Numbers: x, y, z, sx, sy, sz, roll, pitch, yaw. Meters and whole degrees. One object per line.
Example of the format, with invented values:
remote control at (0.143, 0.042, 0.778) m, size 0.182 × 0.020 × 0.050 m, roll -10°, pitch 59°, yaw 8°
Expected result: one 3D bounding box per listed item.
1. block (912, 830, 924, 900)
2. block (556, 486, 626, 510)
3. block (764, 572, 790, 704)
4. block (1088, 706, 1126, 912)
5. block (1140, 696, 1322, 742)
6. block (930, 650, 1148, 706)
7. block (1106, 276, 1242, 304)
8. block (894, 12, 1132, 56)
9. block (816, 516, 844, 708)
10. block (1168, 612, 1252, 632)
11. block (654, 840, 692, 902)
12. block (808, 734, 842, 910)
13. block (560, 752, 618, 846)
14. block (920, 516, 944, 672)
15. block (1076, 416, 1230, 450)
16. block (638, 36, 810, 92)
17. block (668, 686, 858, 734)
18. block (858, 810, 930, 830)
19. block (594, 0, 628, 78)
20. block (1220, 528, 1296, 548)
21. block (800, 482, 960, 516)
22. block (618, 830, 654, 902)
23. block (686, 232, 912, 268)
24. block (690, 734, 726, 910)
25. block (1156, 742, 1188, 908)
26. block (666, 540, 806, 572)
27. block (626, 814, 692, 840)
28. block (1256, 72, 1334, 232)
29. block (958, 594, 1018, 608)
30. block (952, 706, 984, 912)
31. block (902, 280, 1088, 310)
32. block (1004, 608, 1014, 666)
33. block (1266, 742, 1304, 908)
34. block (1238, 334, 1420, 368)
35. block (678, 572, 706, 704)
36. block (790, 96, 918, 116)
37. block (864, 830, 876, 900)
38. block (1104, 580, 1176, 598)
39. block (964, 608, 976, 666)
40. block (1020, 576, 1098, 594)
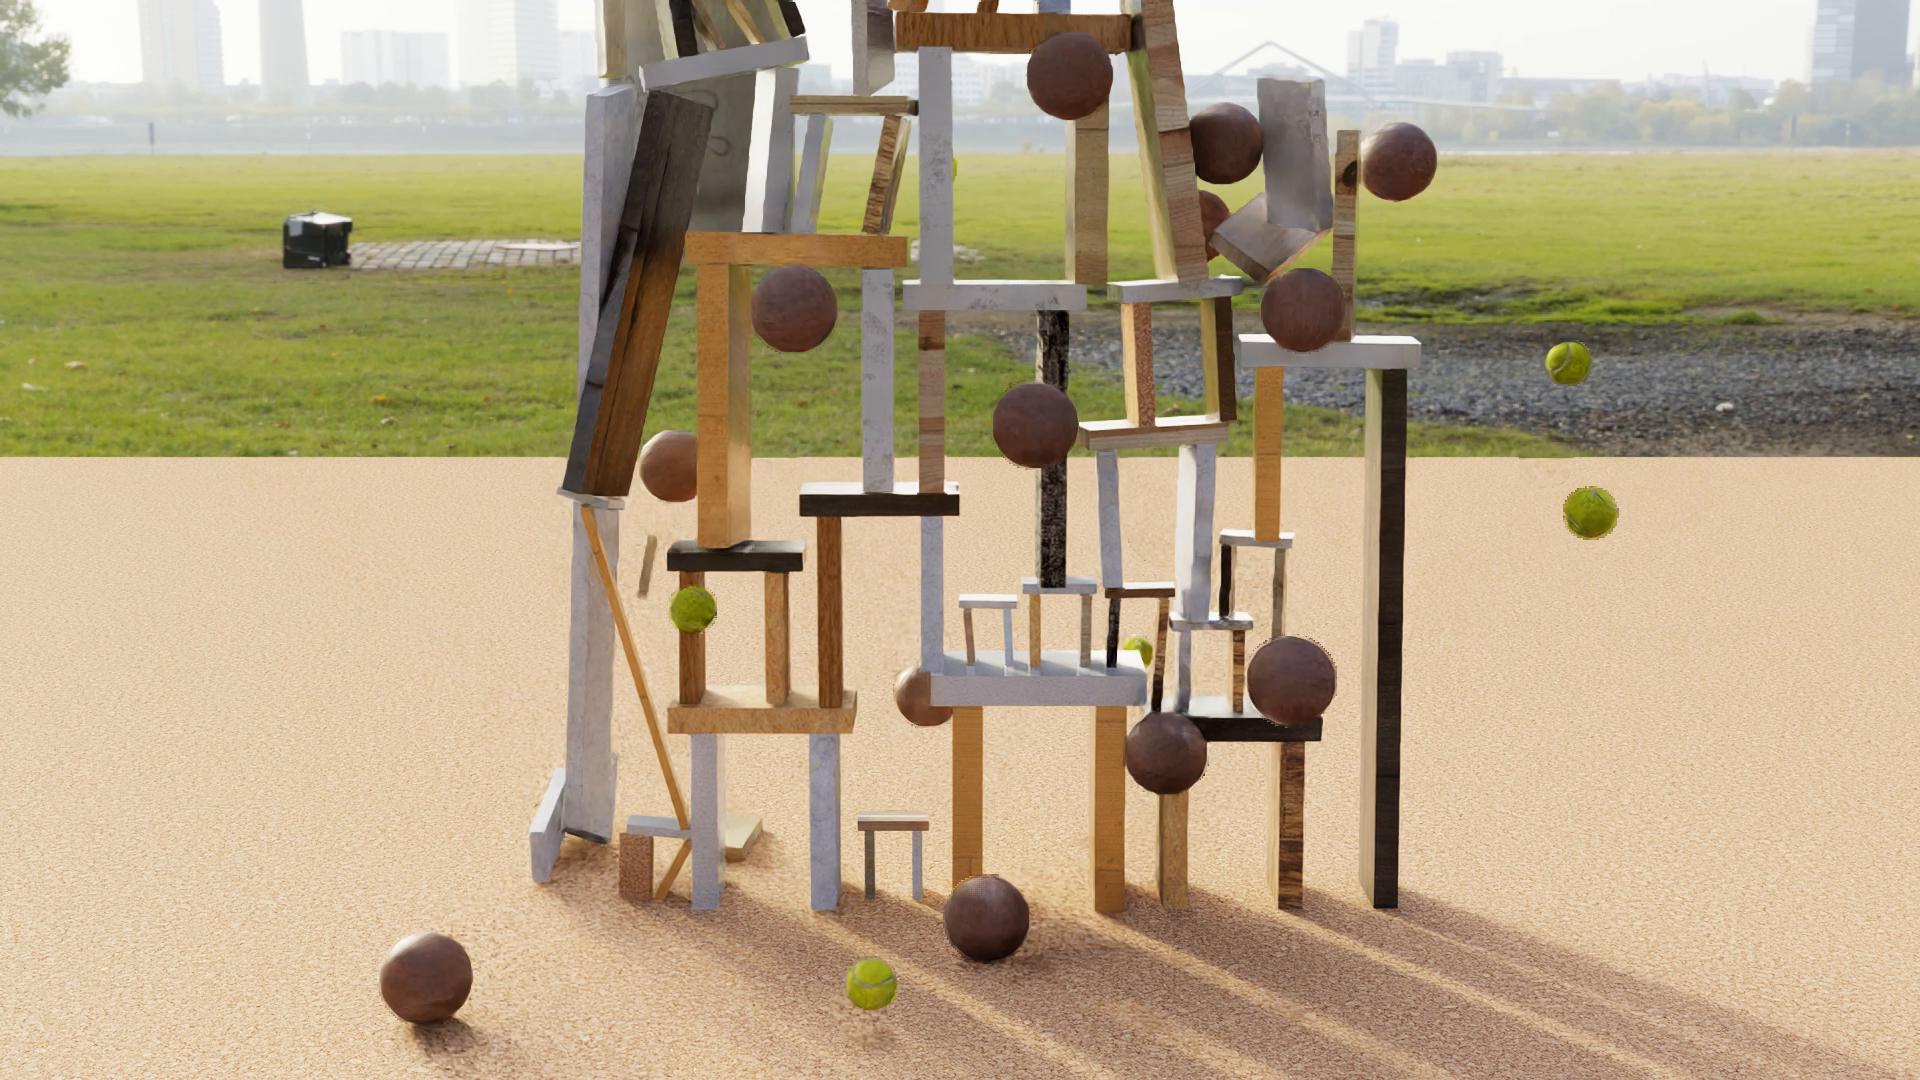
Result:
block at (-0.070, 0.532, 3.660) m, size 0.017 × 0.118 × 0.059 m, roll 0°, pitch 11°, yaw 0°
block at (-0.593, -0.068, 3.533) m, size 0.099 × 0.014 × 0.050 m, roll 16°, pitch 7°, yaw 23°
block at (-0.297, 0.150, 3.585) m, size 0.031 × 0.217 × 0.108 m, roll 0°, pitch 11°, yaw 1°
block at (0.242, 0.420, 3.635) m, size 0.049 × 0.347 × 0.173 m, roll 0°, pitch 11°, yaw 0°
block at (0.442, 0.293, 3.613) m, size 0.282 × 0.040 × 0.141 m, roll 0°, pitch 11°, yaw -1°
block at (0.126, 0.225, 3.599) m, size 0.347 × 0.049 × 0.173 m, roll 0°, pitch 11°, yaw 0°
block at (0.341, -0.399, 3.497) m, size 0.195 × 0.028 × 0.098 m, roll -5°, pitch 10°, yaw -10°
block at (0.079, -0.790, 3.433) m, size 0.359 × 0.051 × 0.180 m, roll 0°, pitch 9°, yaw -2°
block at (-0.210, 0.105, 3.570) m, size 0.036 × 0.310 × 0.127 m, roll 0°, pitch 10°, yaw -1°
block at (0.407, 0.133, 3.592) m, size 0.131 × 0.019 × 0.066 m, roll 0°, pitch 9°, yaw -3°
block at (-0.471, 0.540, 3.651) m, size 0.016 × 0.112 × 0.056 m, roll 28°, pitch 9°, yaw -5°
block at (-0.223, 0.444, 3.639) m, size 0.042 × 0.297 × 0.149 m, roll 0°, pitch 10°, yaw 0°
block at (-0.663, 0.451, 3.940) m, size 0.090 × 0.180 × 0.026 m, roll 24°, pitch -45°, yaw -29°
block at (-0.045, 0.077, 3.571) m, size 0.036 × 0.254 × 0.127 m, roll 0°, pitch 10°, yaw 0°
block at (0.308, -0.172, 3.526) m, size 0.227 × 0.032 × 0.113 m, roll -4°, pitch 9°, yaw -7°
block at (-0.376, -0.755, 3.492) m, size 0.261 × 0.037 × 0.130 m, roll -12°, pitch 11°, yaw -8°
block at (-0.321, 0.277, 3.608) m, size 0.297 × 0.042 × 0.148 m, roll 0°, pitch 10°, yaw 0°
block at (-0.110, 0.465, 3.648) m, size 0.118 × 0.017 × 0.059 m, roll 0°, pitch 11°, yaw 0°
block at (-0.542, -0.833, 3.392) m, size 0.032 × 0.228 × 0.114 m, roll -4°, pitch 8°, yaw -15°
block at (0.484, -0.002, 3.577) m, size 0.117 × 0.017 × 0.059 m, roll 4°, pitch 10°, yaw 13°
block at (-0.128, -0.066, 3.543) m, size 0.254 × 0.036 × 0.127 m, roll 0°, pitch 10°, yaw -1°
block at (-0.536, 0.538, 3.635) m, size 0.056 × 0.112 × 0.016 m, roll 6°, pitch 11°, yaw 19°
block at (-0.255, -0.465, 3.533) m, size 0.347 × 0.049 × 0.174 m, roll 1°, pitch 6°, yaw 1°
block at (-0.416, 0.444, 3.639) m, size 0.042 × 0.297 × 0.149 m, roll 0°, pitch 11°, yaw -1°
block at (0.350, 0.452, 3.640) m, size 0.040 × 0.282 × 0.141 m, roll -1°, pitch 11°, yaw 0°
block at (-0.361, 0.026, 3.569) m, size 0.217 × 0.031 × 0.108 m, roll 0°, pitch 10°, yaw 0°
block at (-0.494, 0.475, 3.640) m, size 0.112 × 0.016 × 0.056 m, roll 6°, pitch 10°, yaw -3°
block at (0.527, -0.610, 3.457) m, size 0.033 × 0.236 × 0.118 m, roll -21°, pitch 25°, yaw -29°
block at (0.046, 0.100, 3.581) m, size 0.094 × 0.013 × 0.047 m, roll 1°, pitch 10°, yaw 2°
block at (0.012, 0.420, 3.635) m, size 0.049 × 0.347 × 0.173 m, roll 0°, pitch 11°, yaw 0°
block at (0.052, -0.389, 3.493) m, size 0.287 × 0.041 × 0.144 m, roll 0°, pitch 9°, yaw -2°
block at (0.079, 0.154, 3.590) m, size 0.013 × 0.094 × 0.047 m, roll -2°, pitch 10°, yaw 1°
block at (0.538, 0.452, 3.641) m, size 0.040 × 0.282 × 0.141 m, roll -1°, pitch 11°, yaw 0°
block at (0.587, -0.302, 3.515) m, size 0.278 × 0.039 × 0.139 m, roll 1°, pitch 10°, yaw 5°
block at (-0.437, 0.149, 3.587) m, size 0.031 × 0.217 × 0.108 m, roll 1°, pitch 10°, yaw -1°
block at (-0.167, -0.686, 3.476) m, size 0.187 × 0.027 × 0.094 m, roll 2°, pitch 8°, yaw 8°
block at (-0.149, 0.532, 3.660) m, size 0.017 × 0.118 × 0.059 m, roll 0°, pitch 11°, yaw 0°
block at (0.292, 0.081, 3.566) m, size 0.113 × 0.016 × 0.057 m, roll -1°, pitch 11°, yaw 4°
block at (0.016, 0.153, 3.592) m, size 0.013 × 0.095 × 0.047 m, roll -5°, pitch 10°, yaw 2°
block at (0.161, 0.073, 3.576) m, size 0.121 × 0.017 × 0.060 m, roll 0°, pitch 11°, yaw -1°
